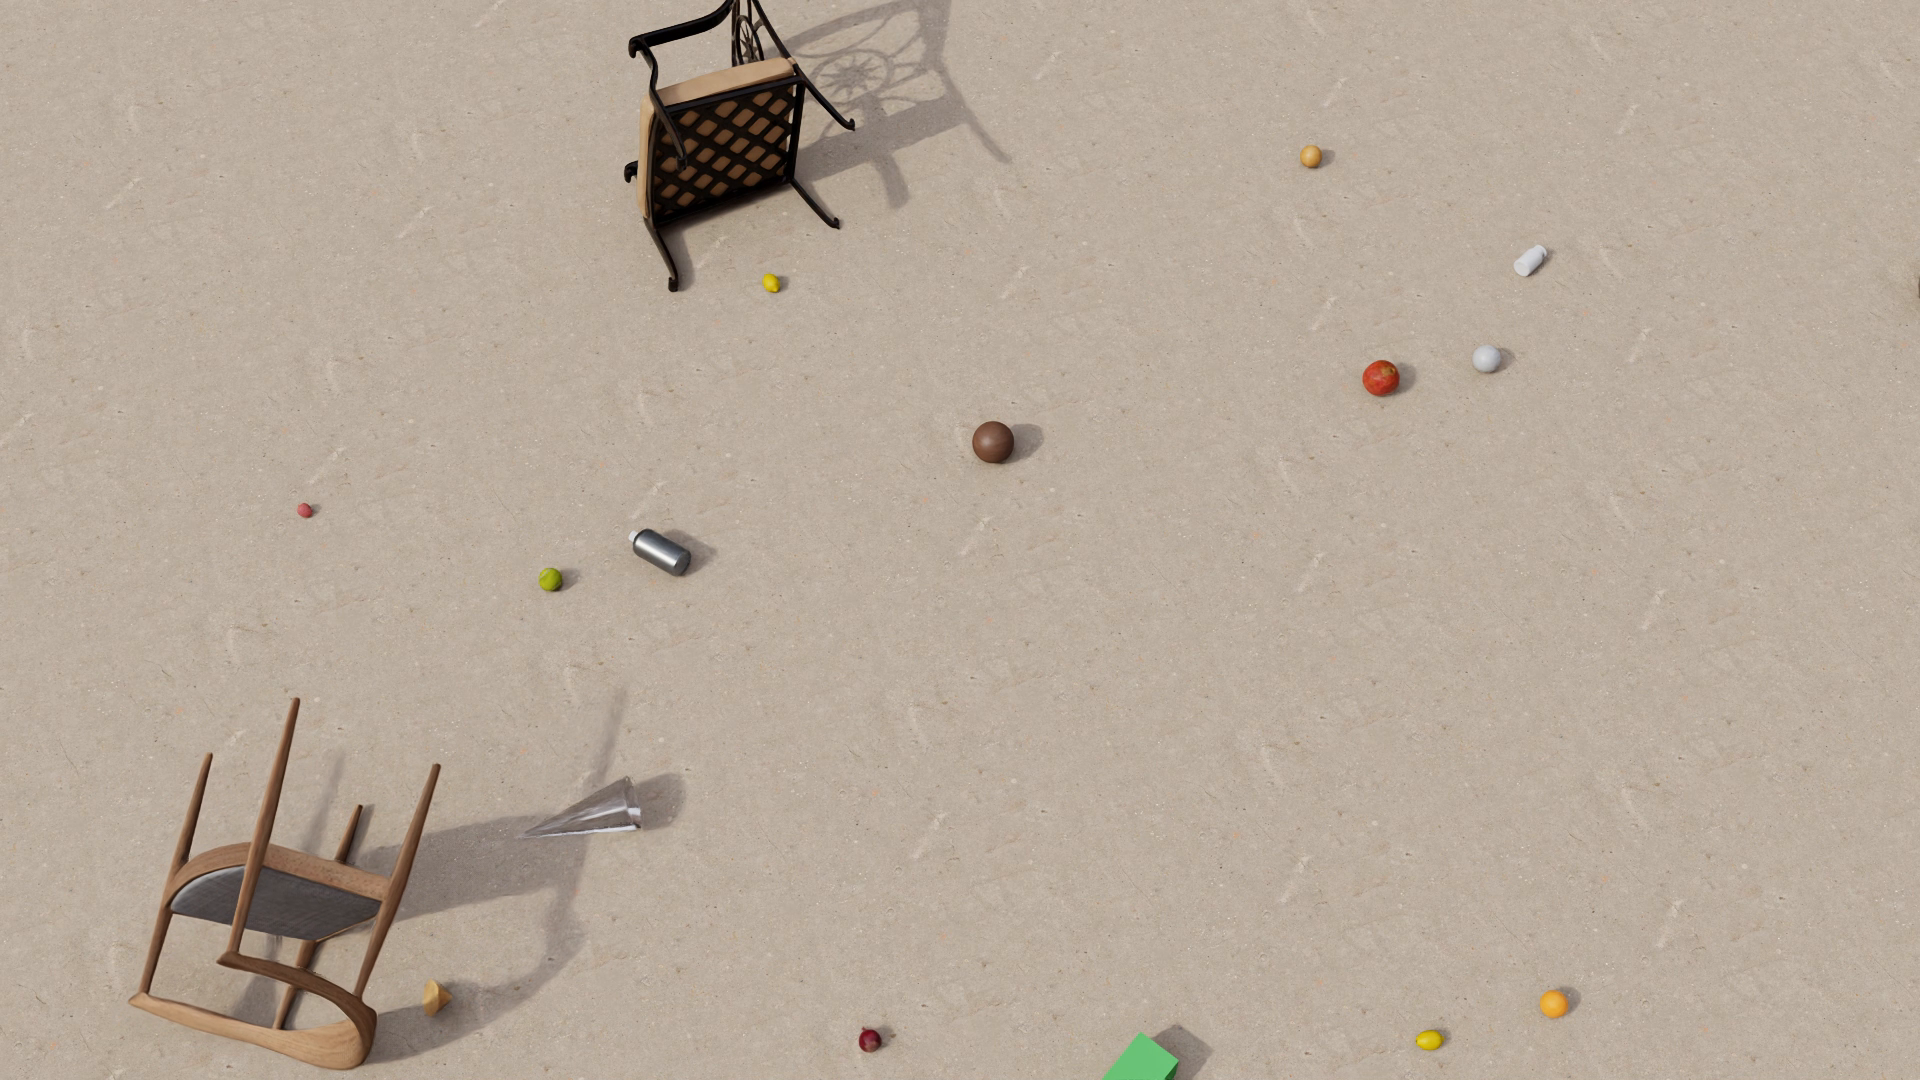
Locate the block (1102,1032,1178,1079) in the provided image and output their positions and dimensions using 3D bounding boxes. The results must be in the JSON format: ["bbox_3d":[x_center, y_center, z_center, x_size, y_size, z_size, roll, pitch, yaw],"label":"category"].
[{"bbox_3d":[0.429,1.394,5.577,0.121,0.102,0.249,34,63,21],"label":"block"}]

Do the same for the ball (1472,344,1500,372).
[{"bbox_3d":[1.652,-0.569,6.903,0.088,0.088,0.088,0,56,0],"label":"ball"}]

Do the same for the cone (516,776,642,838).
[{"bbox_3d":[-1.060,0.768,6.017,0.345,0.138,0.162,-17,41,3],"label":"cone"}]

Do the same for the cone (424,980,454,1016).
[{"bbox_3d":[-1.352,1.198,5.747,0.065,0.093,0.095,8,37,-38],"label":"cone"}]

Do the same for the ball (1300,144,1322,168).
[{"bbox_3d":[1.181,-1.291,7.395,0.076,0.076,0.076,0,56,0],"label":"ball"}]
